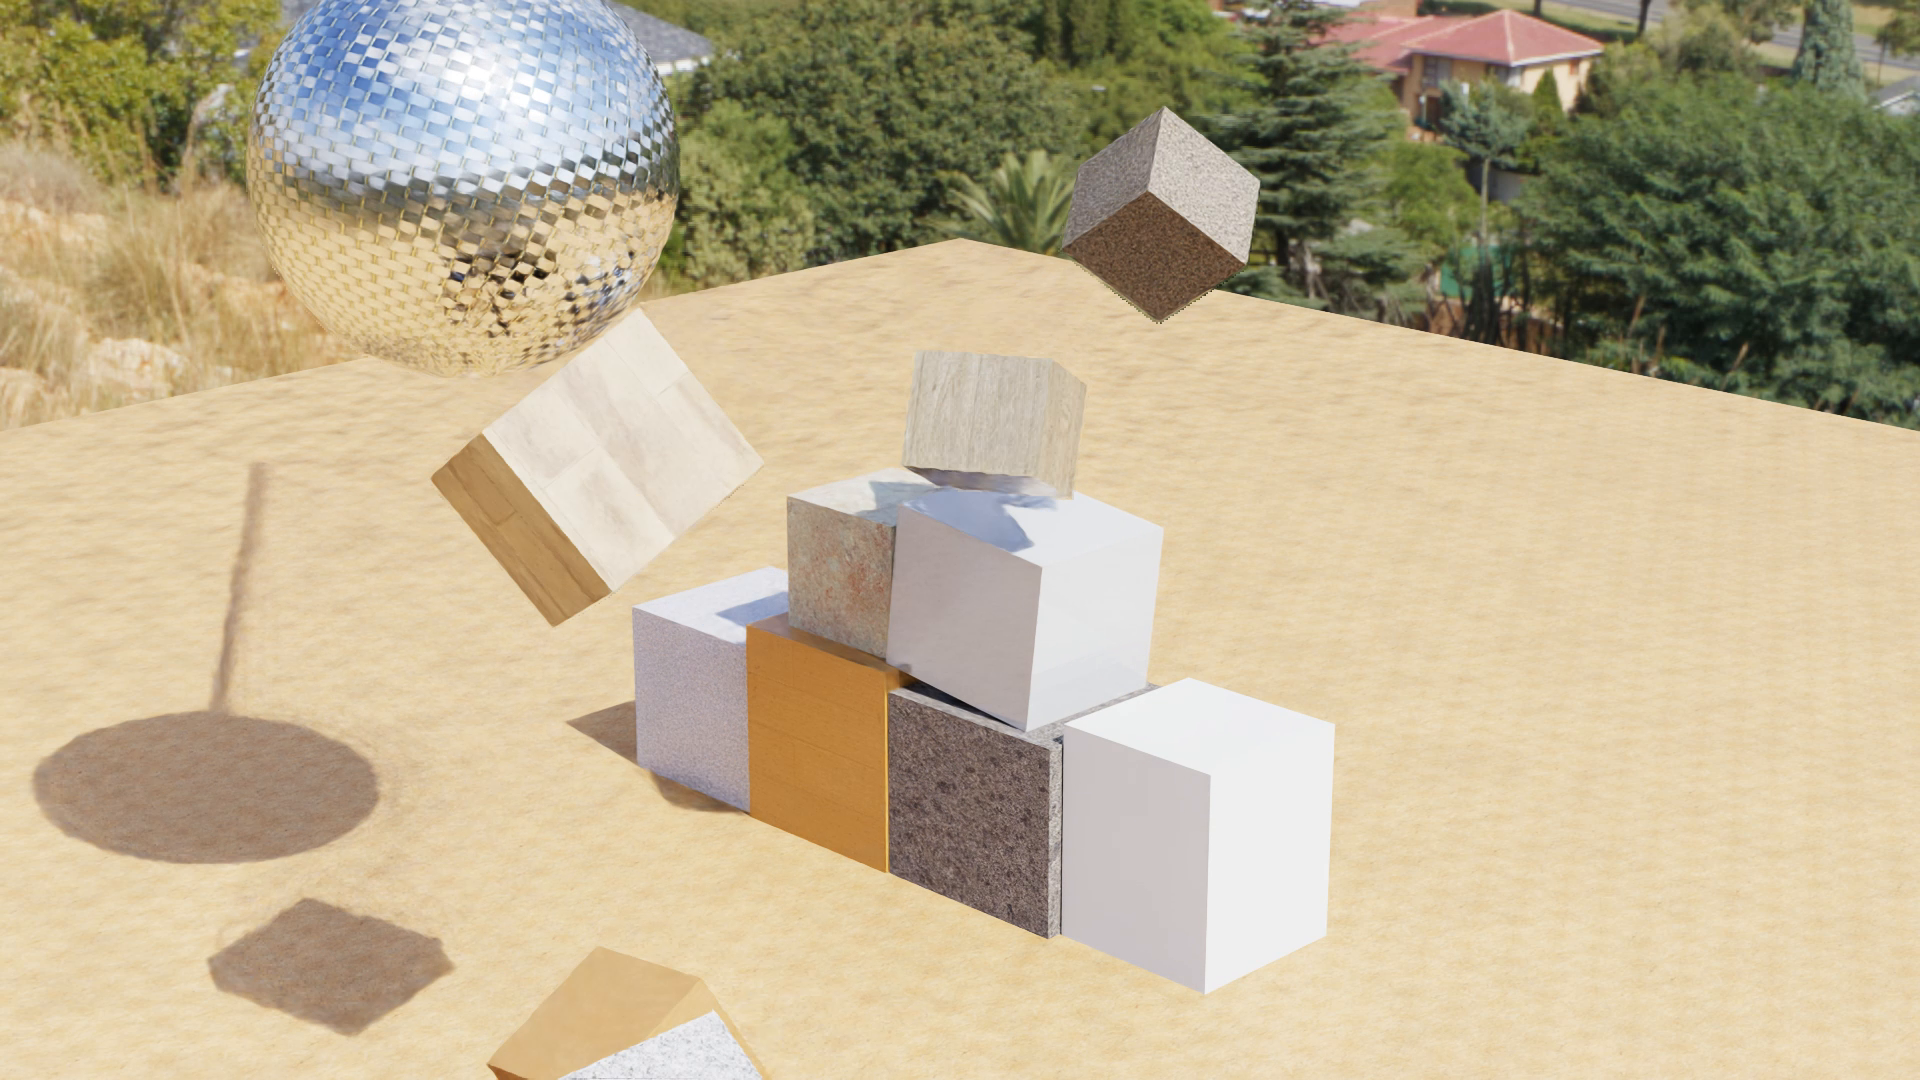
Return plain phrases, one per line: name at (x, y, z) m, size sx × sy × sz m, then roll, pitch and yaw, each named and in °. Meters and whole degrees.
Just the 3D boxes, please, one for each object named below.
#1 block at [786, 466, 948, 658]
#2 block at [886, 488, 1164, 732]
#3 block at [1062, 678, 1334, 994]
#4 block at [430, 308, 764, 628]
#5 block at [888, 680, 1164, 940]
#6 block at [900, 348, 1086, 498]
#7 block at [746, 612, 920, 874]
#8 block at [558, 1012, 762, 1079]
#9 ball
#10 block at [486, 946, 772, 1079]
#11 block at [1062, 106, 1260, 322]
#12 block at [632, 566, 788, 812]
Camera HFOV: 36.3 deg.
block at (-0.318, 0.099, 13.699) m, size 0.678 × 0.639 × 0.703 m, roll -17°, pitch 24°, yaw -42°
block at (0.284, 0.252, 13.125) m, size 0.876 × 0.778 × 0.790 m, roll 24°, pitch 29°, yaw 39°
block at (1.024, 1.259, 12.690) m, size 0.816 × 0.988 × 0.823 m, roll -17°, pitch 24°, yaw -42°
block at (-1.217, -0.231, 9.786) m, size 0.700 × 0.656 × 0.660 m, roll -42°, pitch 7°, yaw -26°
block at (0.357, 1.116, 13.312) m, size 0.925 × 0.888 × 0.999 m, roll -17°, pitch 24°, yaw -42°
block at (0.147, -0.481, 12.239) m, size 0.586 × 0.490 × 0.555 m, roll 5°, pitch -7°, yaw 18°
block at (-0.340, 0.865, 13.961) m, size 0.948 × 0.979 × 0.945 m, roll 17°, pitch 24°, yaw 42°
block at (-0.988, 2.180, 9.448) m, size 0.784 × 0.737 × 0.855 m, roll -17°, pitch 61°, yaw -46°
ball at (-1.846, -1.403, 10.966) m, size 1.600 × 1.600 × 1.600 m, roll 0°, pitch 17°, yaw 0°
block at (-1.152, 1.954, 10.528) m, size 0.657 × 0.658 × 0.597 m, roll 6°, pitch 44°, yaw 49°
block at (0.819, -1.322, 11.923) m, size 0.518 × 0.545 × 0.484 m, roll -31°, pitch 35°, yaw 42°
block at (-0.985, 0.728, 14.614) m, size 0.912 × 0.847 × 0.884 m, roll -17°, pitch 24°, yaw -42°
